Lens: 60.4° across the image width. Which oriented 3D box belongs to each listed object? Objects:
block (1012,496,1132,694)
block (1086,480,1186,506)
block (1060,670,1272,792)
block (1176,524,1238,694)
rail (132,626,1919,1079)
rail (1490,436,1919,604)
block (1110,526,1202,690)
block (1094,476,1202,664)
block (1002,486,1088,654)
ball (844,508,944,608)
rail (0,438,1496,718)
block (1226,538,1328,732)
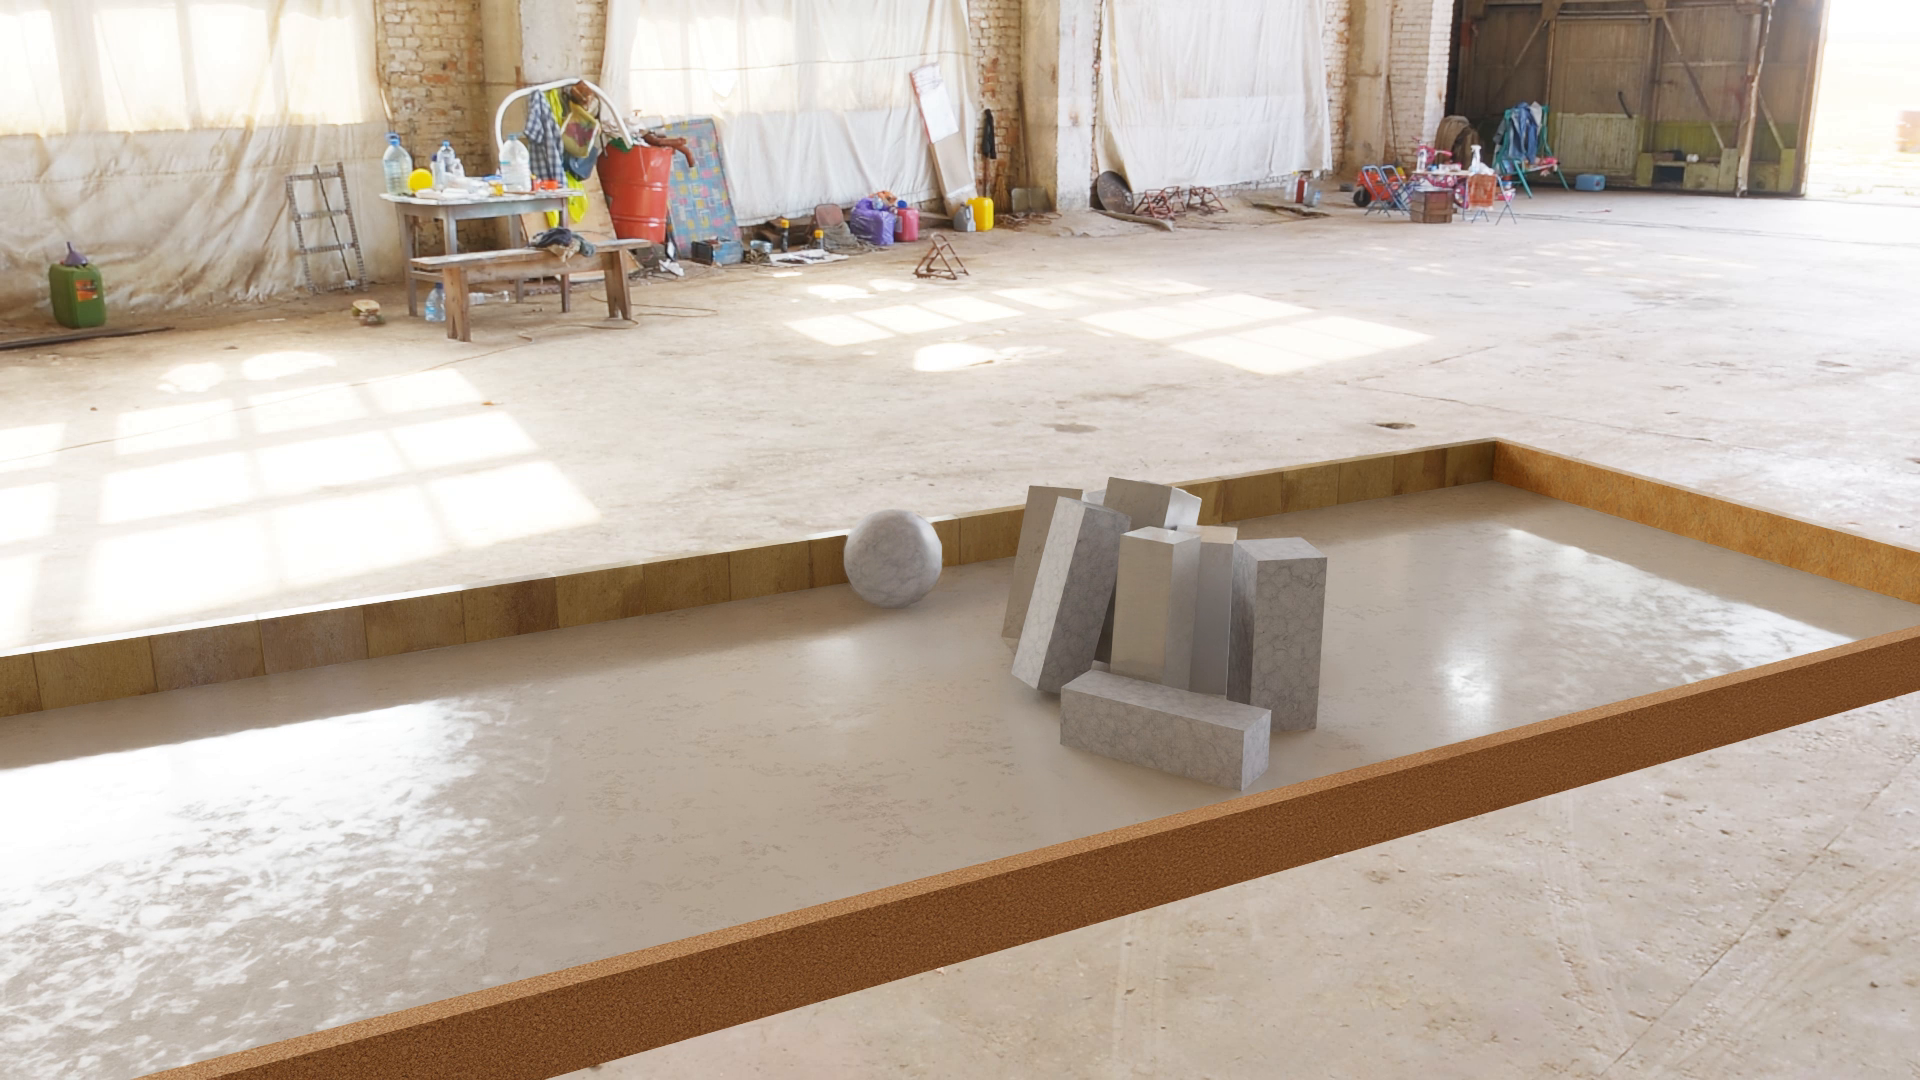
[{"bbox_3d":[0.271,0.138,4.035,0.135,0.456,0.135,11,8,-28],"label":"block"},{"bbox_3d":[0.420,-0.038,4.663,0.459,0.165,0.165,-14,21,-39],"label":"block"},{"bbox_3d":[0.454,0.419,3.683,0.449,0.139,0.139,11,19,32],"label":"block"},{"bbox_3d":[0.600,0.171,4.085,0.145,0.388,0.145,4,17,12],"label":"block"},{"bbox_3d":[-2.336,1.006,1.665,12.000,0.150,0.050,-9,18,-27],"label":"rail"},{"bbox_3d":[2.466,-0.048,5.253,0.050,0.150,2.100,-9,18,-27],"label":"rail"},{"bbox_3d":[0.449,0.208,3.830,0.137,0.450,0.137,11,14,33],"label":"block"},{"bbox_3d":[0.446,0.092,4.171,0.179,0.458,0.179,11,-3,33],"label":"block"},{"bbox_3d":[0.231,0.084,4.316,0.145,0.422,0.145,5,-20,17],"label":"block"},{"bbox_3d":[-0.188,0.051,4.682,0.282,0.282,0.282,0,16,0],"label":"ball"},{"bbox_3d":[-3.305,0.497,3.399,12.000,0.150,0.050,-9,18,-27],"label":"rail"},{"bbox_3d":[0.737,0.221,3.859,0.165,0.419,0.165,-3,17,-9],"label":"block"}]
